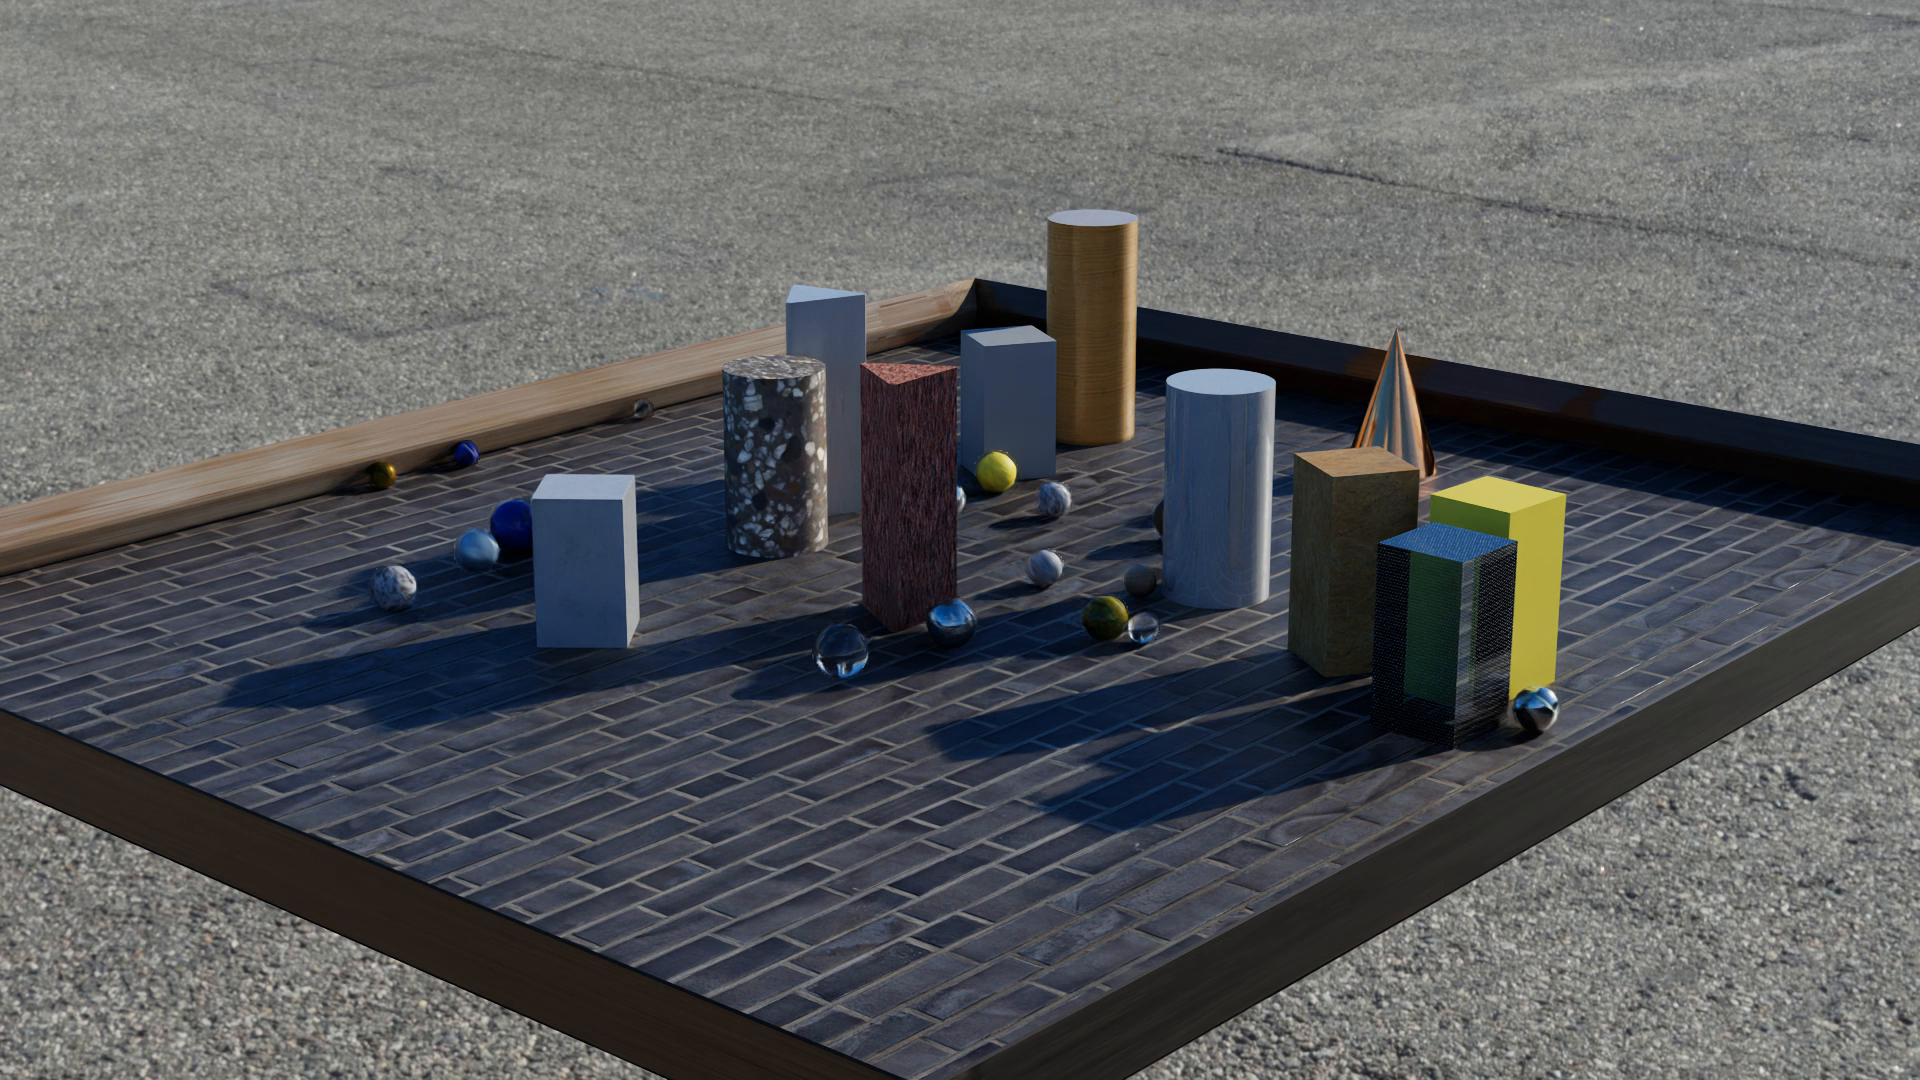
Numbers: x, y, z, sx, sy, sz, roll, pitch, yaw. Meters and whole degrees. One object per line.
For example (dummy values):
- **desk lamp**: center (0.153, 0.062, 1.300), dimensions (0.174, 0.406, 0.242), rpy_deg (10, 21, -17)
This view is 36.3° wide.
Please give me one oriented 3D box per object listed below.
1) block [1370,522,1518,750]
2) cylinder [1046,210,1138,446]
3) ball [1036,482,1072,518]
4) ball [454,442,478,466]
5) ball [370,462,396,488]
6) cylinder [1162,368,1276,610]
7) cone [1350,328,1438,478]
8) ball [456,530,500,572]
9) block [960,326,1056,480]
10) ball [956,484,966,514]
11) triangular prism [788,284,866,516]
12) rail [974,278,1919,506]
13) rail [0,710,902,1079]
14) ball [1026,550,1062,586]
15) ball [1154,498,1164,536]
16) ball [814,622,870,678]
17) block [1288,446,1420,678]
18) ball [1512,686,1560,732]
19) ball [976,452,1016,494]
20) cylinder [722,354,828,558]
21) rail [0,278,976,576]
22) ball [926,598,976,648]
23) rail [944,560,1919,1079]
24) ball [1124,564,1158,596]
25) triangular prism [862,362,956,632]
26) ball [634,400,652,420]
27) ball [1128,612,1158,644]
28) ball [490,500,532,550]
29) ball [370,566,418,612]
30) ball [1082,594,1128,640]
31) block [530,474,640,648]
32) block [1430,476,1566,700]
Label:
- **block**: center (0.734, 0.143, 4.454), dimensions (0.150, 0.294, 0.150), rpy_deg (15, 22, 40)
- **cylinder**: center (0.274, -0.443, 6.106), dimensions (0.188, 0.461, 0.188), rpy_deg (0, 17, 0)
- **ball**: center (0.179, -0.076, 5.571), dimensions (0.067, 0.067, 0.067), rpy_deg (0, 17, 0)
- **ball**: center (-0.999, -0.174, 5.926), dimensions (0.048, 0.048, 0.048), rpy_deg (0, 17, 0)
- **ball**: center (-1.135, -0.128, 5.770), dimensions (0.052, 0.052, 0.052), rpy_deg (0, 17, 0)
- **cylinder**: center (0.447, -0.090, 5.077), dimensions (0.188, 0.380, 0.188), rpy_deg (0, 17, 0)
- **cone**: center (0.869, -0.285, 5.875), dimensions (0.188, 0.291, 0.188), rpy_deg (0, 17, 0)
- **ball**: center (-0.861, 0.020, 5.237), dimensions (0.077, 0.077, 0.077), rpy_deg (0, 17, 0)
- **block**: center (0.096, -0.273, 5.862), dimensions (0.150, 0.277, 0.150), rpy_deg (-5, 18, -17)
- **ball**: center (-0.023, -0.078, 5.572), dimensions (0.070, 0.070, 0.070), rpy_deg (0, 17, 0)
- **triangular prism**: center (-0.282, -0.267, 5.589), dimensions (0.163, 0.422, 0.141), rpy_deg (-9, 19, -27)
- **rail**: center (1.040, -0.316, 6.267), dimensions (2.700, 0.122, 0.045), rpy_deg (14, 22, 39)
- **rail**: center (-1.040, 0.377, 3.975), dimensions (2.700, 0.122, 0.045), rpy_deg (14, 22, 39)
- **ball**: center (0.149, 0.050, 5.160), dimensions (0.064, 0.064, 0.064), rpy_deg (0, 17, 0)
- **ball**: center (0.403, -0.041, 5.413), dimensions (0.091, 0.091, 0.091), rpy_deg (0, 17, 0)
- **ball**: center (-0.189, 0.177, 4.697), dimensions (0.089, 0.089, 0.089), rpy_deg (0, 17, 0)
- **block**: center (0.635, 0.034, 4.748), dimensions (0.150, 0.334, 0.150), rpy_deg (-5, 18, -17)
- **ball**: center (0.877, 0.257, 4.465), dimensions (0.071, 0.071, 0.071), rpy_deg (0, 17, 0)
- **ball**: center (0.070, -0.131, 5.733), dimensions (0.079, 0.079, 0.079), rpy_deg (0, 17, 0)
- **cylinder**: center (-0.338, -0.155, 5.370), dimensions (0.188, 0.334, 0.188), rpy_deg (0, 17, 0)
- **rail**: center (-1.001, -0.221, 5.953), dimensions (0.045, 0.122, 3.219), rpy_deg (14, 22, 39)
- **ball**: center (-0.015, 0.137, 4.843), dimensions (0.082, 0.082, 0.082), rpy_deg (0, 17, 0)
- **rail**: center (1.001, 0.282, 4.289), dimensions (0.045, 0.122, 3.219), rpy_deg (14, 22, 39)
- **ball**: center (0.315, 0.071, 5.104), dimensions (0.057, 0.057, 0.057), rpy_deg (0, 17, 0)
- **triangular prism**: center (-0.112, -0.081, 4.964), dimensions (0.141, 0.428, 0.163), rpy_deg (14, 21, 38)
- **ball**: center (-0.680, -0.280, 6.291), dimensions (0.040, 0.040, 0.040), rpy_deg (0, 17, 0)
- **ball**: center (0.304, 0.146, 4.863), dimensions (0.052, 0.052, 0.052), rpy_deg (0, 17, 0)
- **ball**: center (-0.814, -0.027, 5.364), dimensions (0.094, 0.094, 0.094), rpy_deg (0, 17, 0)
- **ball**: center (-0.970, 0.083, 5.026), dimensions (0.078, 0.078, 0.078), rpy_deg (0, 17, 0)
- **ball**: center (0.241, 0.130, 4.875), dimensions (0.077, 0.077, 0.077), rpy_deg (0, 17, 0)
- **block**: center (-0.622, 0.034, 4.881), dimensions (0.150, 0.256, 0.150), rpy_deg (0, 17, 2)
- **block**: center (0.844, 0.077, 4.643), dimensions (0.150, 0.311, 0.150), rpy_deg (-16, 23, -42)
